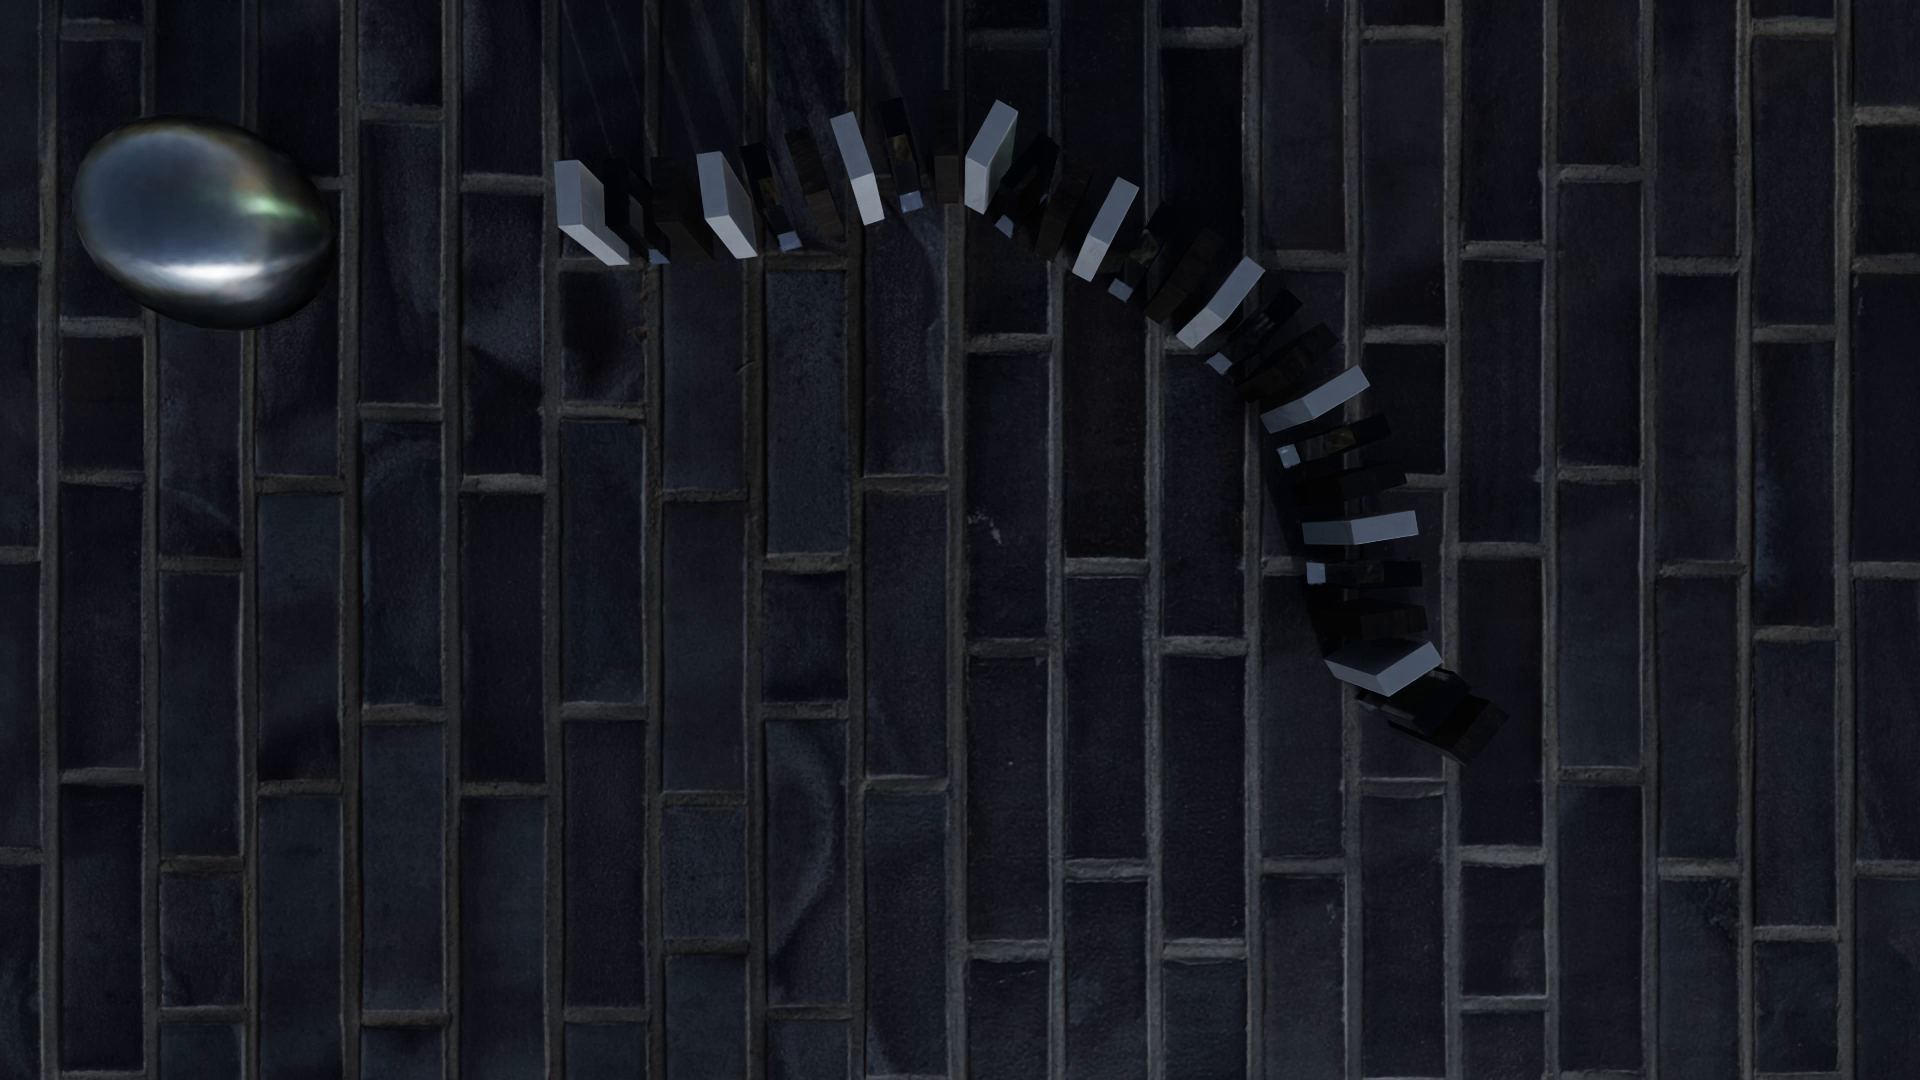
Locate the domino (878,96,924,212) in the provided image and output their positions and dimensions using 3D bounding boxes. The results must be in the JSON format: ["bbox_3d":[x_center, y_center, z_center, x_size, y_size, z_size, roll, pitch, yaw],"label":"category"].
[{"bbox_3d":[-0.024,-0.156,0.375,0.010,0.050,0.025,-15,90,0],"label":"domino"}]

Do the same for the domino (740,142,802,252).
[{"bbox_3d":[-0.076,-0.139,0.375,0.009,0.050,0.025,-15,90,0],"label":"domino"}]

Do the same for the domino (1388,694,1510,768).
[{"bbox_3d":[0.199,0.074,0.375,0.009,0.050,0.025,39,90,0],"label":"domino"}]

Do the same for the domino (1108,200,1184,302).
[{"bbox_3d":[0.075,-0.117,0.375,0.009,0.050,0.025,31,90,0],"label":"domino"}]

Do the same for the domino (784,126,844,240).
[{"bbox_3d":[-0.059,-0.145,0.375,0.010,0.050,0.025,-19,90,0],"label":"domino"}]

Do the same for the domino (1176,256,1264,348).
[{"bbox_3d":[0.105,-0.096,0.375,0.010,0.050,0.025,38,90,0],"label":"domino"}]

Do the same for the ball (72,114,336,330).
[{"bbox_3d":[-0.294,-0.123,0.360,0.080,0.080,0.080,0,90,0],"label":"ball"}]

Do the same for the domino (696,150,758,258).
[{"bbox_3d":[-0.095,-0.136,0.375,0.009,0.050,0.025,-7,90,0],"label":"domino"}]

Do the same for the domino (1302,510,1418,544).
[{"bbox_3d":[0.162,-0.005,0.375,0.025,0.050,0.009,-9,90,0],"label":"domino"}]

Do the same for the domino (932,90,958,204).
[{"bbox_3d":[-0.006,-0.159,0.375,0.009,0.050,0.025,-2,90,0],"label":"domino"}]

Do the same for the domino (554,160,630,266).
[{"bbox_3d":[-0.150,-0.133,0.375,0.009,0.050,0.025,-4,90,0],"label":"domino"}]

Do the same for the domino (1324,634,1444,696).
[{"bbox_3d":[0.172,0.049,0.375,0.025,0.050,0.010,-32,90,0],"label":"domino"}]

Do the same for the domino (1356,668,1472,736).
[{"bbox_3d":[0.184,0.063,0.375,0.010,0.050,0.025,41,90,0],"label":"domino"}]

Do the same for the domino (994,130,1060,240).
[{"bbox_3d":[0.027,-0.144,0.375,0.010,0.050,0.025,40,90,0],"label":"domino"}]

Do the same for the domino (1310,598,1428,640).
[{"bbox_3d":[0.166,0.032,0.375,0.025,0.050,0.009,-9,90,0],"label":"domino"}]

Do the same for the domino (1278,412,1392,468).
[{"bbox_3d":[0.152,-0.040,0.375,0.025,0.050,0.010,-22,90,0],"label":"domino"}]

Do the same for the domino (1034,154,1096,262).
[{"bbox_3d":[0.042,-0.134,0.375,0.010,0.050,0.025,27,90,0],"label":"domino"}]

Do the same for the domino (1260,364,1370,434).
[{"bbox_3d":[0.144,-0.057,0.375,0.025,0.050,0.009,-31,90,0],"label":"domino"}]

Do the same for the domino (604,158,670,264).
[{"bbox_3d":[-0.131,-0.133,0.375,0.010,0.050,0.025,-2,90,0],"label":"domino"}]

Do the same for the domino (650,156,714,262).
[{"bbox_3d":[-0.113,-0.134,0.375,0.010,0.050,0.025,-4,90,0],"label":"domino"}]

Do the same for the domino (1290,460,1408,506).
[{"bbox_3d":[0.158,-0.023,0.375,0.025,0.050,0.010,-16,90,0],"label":"domino"}]

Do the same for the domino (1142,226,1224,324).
[{"bbox_3d":[0.090,-0.107,0.375,0.009,0.050,0.025,34,90,0],"label":"domino"}]

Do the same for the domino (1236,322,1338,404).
[{"bbox_3d":[0.133,-0.071,0.375,0.025,0.050,0.009,-43,90,0],"label":"domino"}]

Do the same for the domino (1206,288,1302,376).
[{"bbox_3d":[0.119,-0.084,0.375,0.010,0.050,0.025,41,90,0],"label":"domino"}]

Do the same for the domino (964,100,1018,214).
[{"bbox_3d":[0.012,-0.155,0.375,0.009,0.050,0.025,29,90,0],"label":"domino"}]

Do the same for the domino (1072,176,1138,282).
[{"bbox_3d":[0.059,-0.126,0.375,0.009,0.050,0.025,28,90,0],"label":"domino"}]

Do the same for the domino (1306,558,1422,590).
[{"bbox_3d":[0.164,0.014,0.375,0.025,0.050,0.010,-4,90,0],"label":"domino"}]

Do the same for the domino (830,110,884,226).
[{"bbox_3d":[-0.041,-0.151,0.375,0.010,0.050,0.025,-19,90,0],"label":"domino"}]
